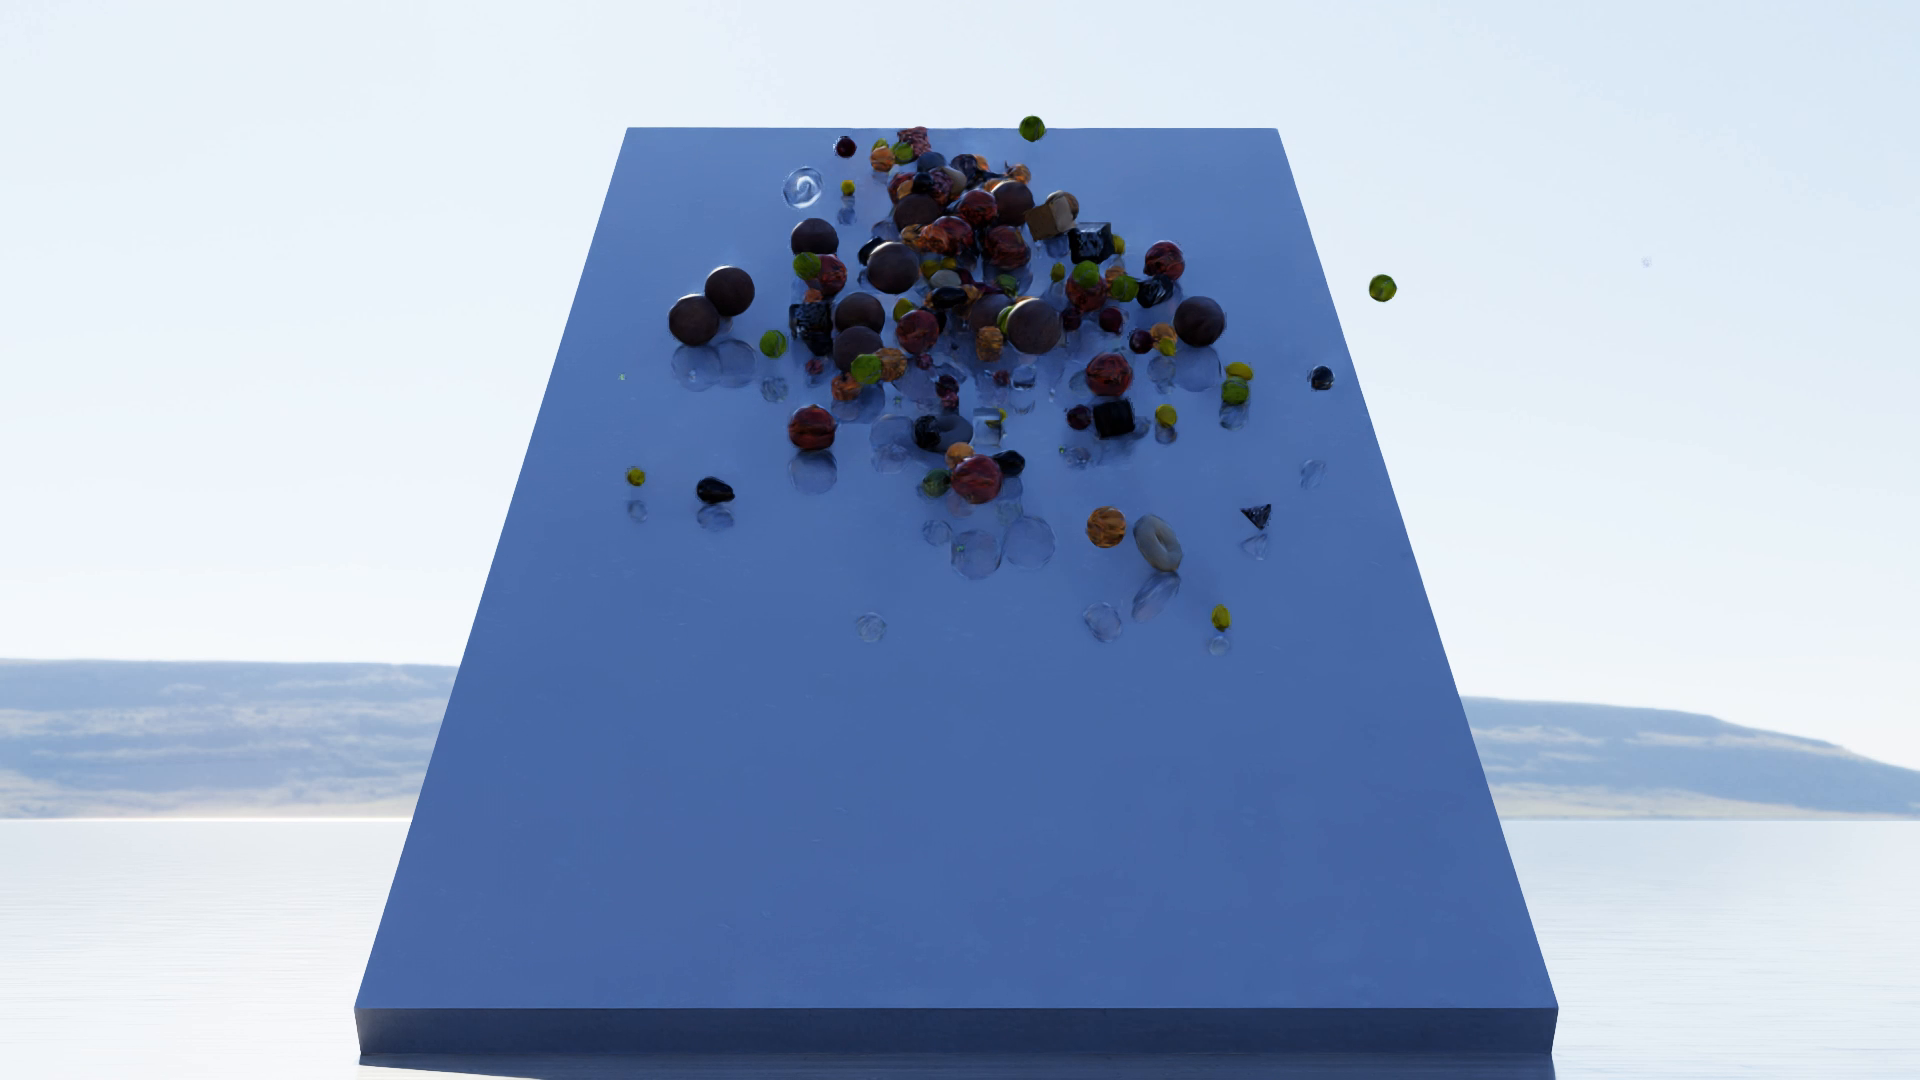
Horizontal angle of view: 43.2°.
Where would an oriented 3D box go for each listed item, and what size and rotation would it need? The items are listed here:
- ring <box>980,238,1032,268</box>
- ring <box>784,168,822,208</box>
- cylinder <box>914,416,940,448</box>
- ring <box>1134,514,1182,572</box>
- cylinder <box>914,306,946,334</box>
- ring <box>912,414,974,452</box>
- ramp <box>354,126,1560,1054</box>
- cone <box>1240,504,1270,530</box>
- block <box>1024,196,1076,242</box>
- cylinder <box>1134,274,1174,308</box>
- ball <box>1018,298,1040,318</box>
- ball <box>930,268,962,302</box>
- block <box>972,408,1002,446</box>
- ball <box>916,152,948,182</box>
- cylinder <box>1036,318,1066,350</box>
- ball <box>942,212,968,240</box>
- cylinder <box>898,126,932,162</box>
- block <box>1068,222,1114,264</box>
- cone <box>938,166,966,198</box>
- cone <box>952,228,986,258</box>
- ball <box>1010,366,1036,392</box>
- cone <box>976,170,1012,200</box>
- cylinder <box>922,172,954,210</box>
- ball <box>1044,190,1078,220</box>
[{"bbox_3d":[0.125,-0.779,6.595,0.141,0.047,0.141,1,32,-1],"label":"ring"},{"bbox_3d":[-0.443,-0.994,6.858,0.124,0.124,0.041,7,23,-45],"label":"ring"},{"bbox_3d":[-0.075,-0.249,5.587,0.054,0.054,0.054,-8,-38,-6],"label":"cylinder"},{"bbox_3d":[0.424,0.007,5.189,0.045,0.136,0.136,-34,-24,29],"label":"ring"},{"bbox_3d":[-0.076,-0.562,6.215,0.060,0.060,0.060,20,5,30],"label":"cylinder"},{"bbox_3d":[-0.042,-0.252,5.706,0.146,0.049,0.146,0,30,0],"label":"ring"},{"bbox_3d":[-0.014,-0.203,5.769,2.000,0.100,4.000,0,31,0],"label":"ramp"},{"bbox_3d":[0.644,-0.059,5.353,0.061,0.061,0.061,20,1,21],"label":"cone"},{"bbox_3d":[0.240,-0.859,6.498,0.087,0.087,0.087,-15,9,39],"label":"block"},{"bbox_3d":[0.508,-0.653,6.357,0.073,0.073,0.073,-27,10,-34],"label":"cylinder"},{"bbox_3d":[0.178,-0.601,6.287,0.054,0.054,0.054,0,-6,0],"label":"ball"},{"bbox_3d":[-0.038,-0.670,6.373,0.084,0.084,0.084,0,-6,0],"label":"ball"},{"bbox_3d":[0.063,-0.268,5.718,0.063,0.063,0.063,-2,31,-3],"label":"block"},{"bbox_3d":[-0.082,-1.086,7.066,0.091,0.091,0.091,0,-6,0],"label":"ball"},{"bbox_3d":[0.229,-0.519,6.107,0.069,0.069,0.069,-8,2,0],"label":"cylinder"},{"bbox_3d":[-0.015,-0.871,6.721,0.074,0.074,0.074,0,-6,0],"label":"ball"},{"bbox_3d":[-0.132,-1.163,7.134,0.085,0.085,0.085,-14,1,0],"label":"cylinder"},{"bbox_3d":[0.352,-0.798,6.509,0.087,0.087,0.087,3,26,29],"label":"block"},{"bbox_3d":[-0.043,-1.022,6.787,0.098,0.098,0.098,-2,-25,19],"label":"cone"},{"bbox_3d":[0.016,-0.801,6.459,0.082,0.082,0.082,15,-4,12],"label":"cone"},{"bbox_3d":[0.153,-0.394,5.931,0.062,0.062,0.062,0,-6,0],"label":"ball"},{"bbox_3d":[0.104,-1.021,6.899,0.093,0.093,0.093,-16,-4,-10],"label":"cone"},{"bbox_3d":[-0.063,-0.971,6.751,0.072,0.072,0.072,12,-42,11],"label":"cylinder"},{"bbox_3d":[0.284,-0.929,6.797,0.098,0.098,0.098,0,-6,0],"label":"ball"}]
